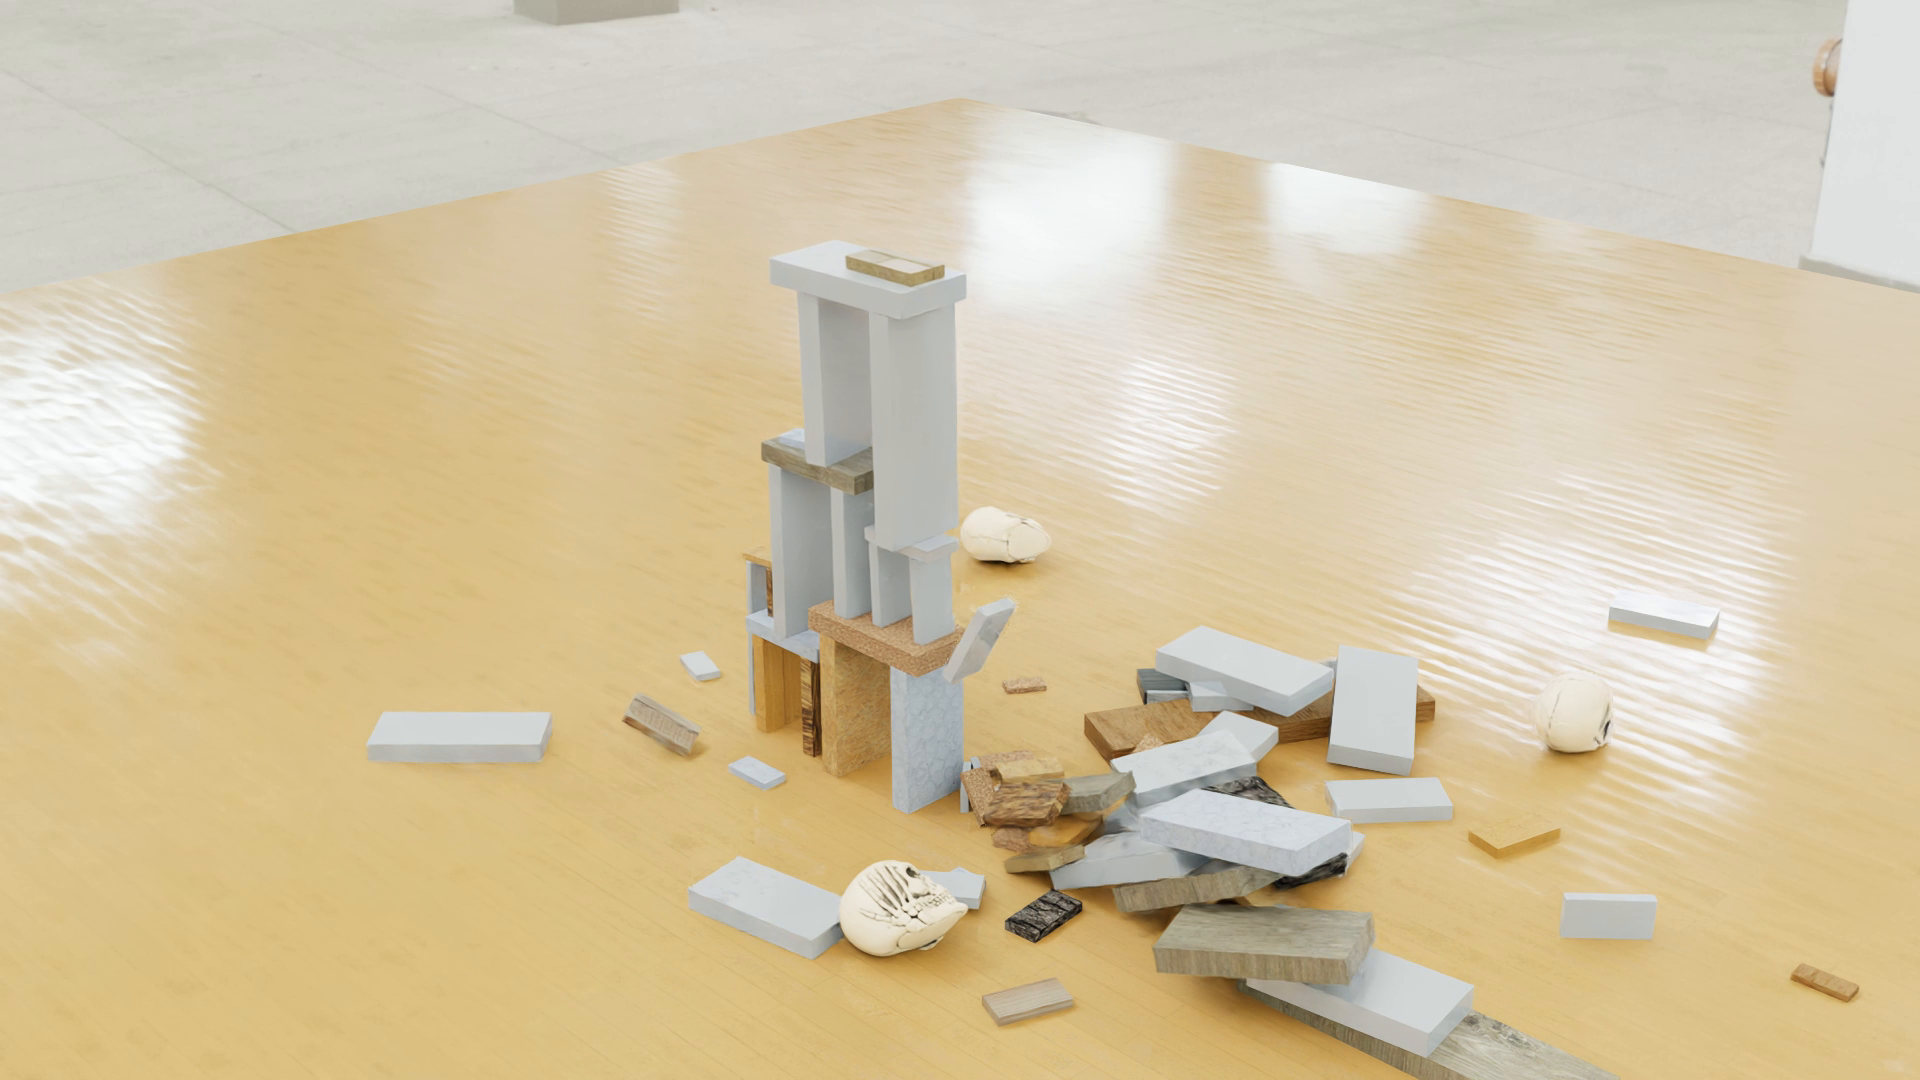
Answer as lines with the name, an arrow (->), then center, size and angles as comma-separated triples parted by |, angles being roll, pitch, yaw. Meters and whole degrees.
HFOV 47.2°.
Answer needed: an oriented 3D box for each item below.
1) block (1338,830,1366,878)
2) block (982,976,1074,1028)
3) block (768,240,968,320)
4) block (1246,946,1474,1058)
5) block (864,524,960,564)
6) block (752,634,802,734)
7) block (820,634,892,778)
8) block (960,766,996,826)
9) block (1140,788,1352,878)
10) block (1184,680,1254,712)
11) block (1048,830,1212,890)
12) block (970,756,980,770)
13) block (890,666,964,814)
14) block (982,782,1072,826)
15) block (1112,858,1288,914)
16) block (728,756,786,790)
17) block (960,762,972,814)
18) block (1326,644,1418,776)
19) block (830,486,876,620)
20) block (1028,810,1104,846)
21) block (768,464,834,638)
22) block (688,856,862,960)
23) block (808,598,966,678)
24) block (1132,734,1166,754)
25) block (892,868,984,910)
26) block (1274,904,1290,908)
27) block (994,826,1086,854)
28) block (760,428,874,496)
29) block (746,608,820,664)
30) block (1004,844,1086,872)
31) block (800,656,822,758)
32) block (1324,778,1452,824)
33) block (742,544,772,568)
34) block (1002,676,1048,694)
block -> 0.661, 0.580, 4.316 | 0.238, 0.034, 0.119 | 18, 29, 25
block -> 0.118, 0.805, 3.837 | 0.142, 0.020, 0.071 | -10, 25, -22
block -> -0.178, -0.501, 4.211 | 0.356, 0.050, 0.178 | 20, 31, 39
block -> 0.685, 0.764, 3.773 | 0.343, 0.049, 0.171 | 17, 28, 34
block -> -0.096, -0.002, 4.344 | 0.176, 0.025, 0.088 | 21, 31, 40
block -> -0.391, 0.294, 4.774 | 0.033, 0.229, 0.115 | 21, 31, 40
block -> -0.216, 0.322, 4.593 | 0.045, 0.319, 0.160 | 21, 31, 41
block -> 0.046, 0.515, 4.431 | 0.056, 0.016, 0.113 | -13, 71, -28
block -> 0.506, 0.518, 3.913 | 0.337, 0.048, 0.168 | 7, 17, 42
block -> 0.566, 0.304, 4.872 | 0.132, 0.037, 0.264 | -1, 23, -1
block -> 0.339, 0.590, 4.114 | 0.168, 0.048, 0.337 | -21, 3, -41
block -> 0.038, 0.497, 4.517 | 0.016, 0.056, 0.113 | -4, 23, -9
block -> -0.065, 0.380, 4.456 | 0.045, 0.320, 0.160 | 21, 31, 41
block -> 0.131, 0.522, 4.343 | 0.178, 0.025, 0.089 | -8, 41, 46
block -> 0.450, 0.614, 3.998 | 0.168, 0.048, 0.337 | -16, -3, -38
block -> -0.425, 0.487, 4.593 | 0.116, 0.016, 0.058 | 21, 31, 40
block -> 0.012, 0.505, 4.498 | 0.016, 0.056, 0.113 | 1, 23, 3
block -> 0.889, 0.363, 4.731 | 0.174, 0.049, 0.347 | 10, 36, 7
block -> -0.190, 0.009, 4.447 | 0.139, 0.279, 0.040 | -19, 29, -37
block -> 0.210, 0.566, 4.334 | 0.082, 0.023, 0.165 | 12, 20, 26
block -> -0.326, 0.006, 4.586 | 0.139, 0.382, 0.040 | -20, 30, -38
block -> -0.345, 0.682, 4.095 | 0.298, 0.042, 0.149 | 15, 27, 32
block -> -0.141, 0.183, 4.454 | 0.319, 0.045, 0.160 | 21, 31, 41
block -> 0.384, 0.464, 4.573 | 0.066, 0.019, 0.131 | 29, 49, 17
block -> -0.041, 0.656, 4.134 | 0.165, 0.023, 0.082 | 3, 23, 8
block -> 0.632, 0.714, 4.030 | 0.135, 0.019, 0.067 | 13, 43, 27
block -> 0.157, 0.592, 4.335 | 0.165, 0.023, 0.082 | 9, 25, 21
block -> -0.258, -0.163, 4.445 | 0.279, 0.040, 0.140 | 21, 31, 40
block -> -0.338, 0.195, 4.673 | 0.230, 0.033, 0.115 | 21, 31, 40
block -> 0.161, 0.608, 4.198 | 0.082, 0.023, 0.165 | -16, -1, -31
block -> -0.283, 0.336, 4.674 | 0.033, 0.230, 0.115 | 21, 31, 40
block -> 0.869, 0.529, 4.470 | 0.235, 0.033, 0.117 | -2, 23, -4
block -> -0.409, 0.038, 4.705 | 0.108, 0.015, 0.054 | 17, 28, 34
block -> 0.146, 0.329, 4.969 | 0.093, 0.013, 0.046 | -6, 24, -13
